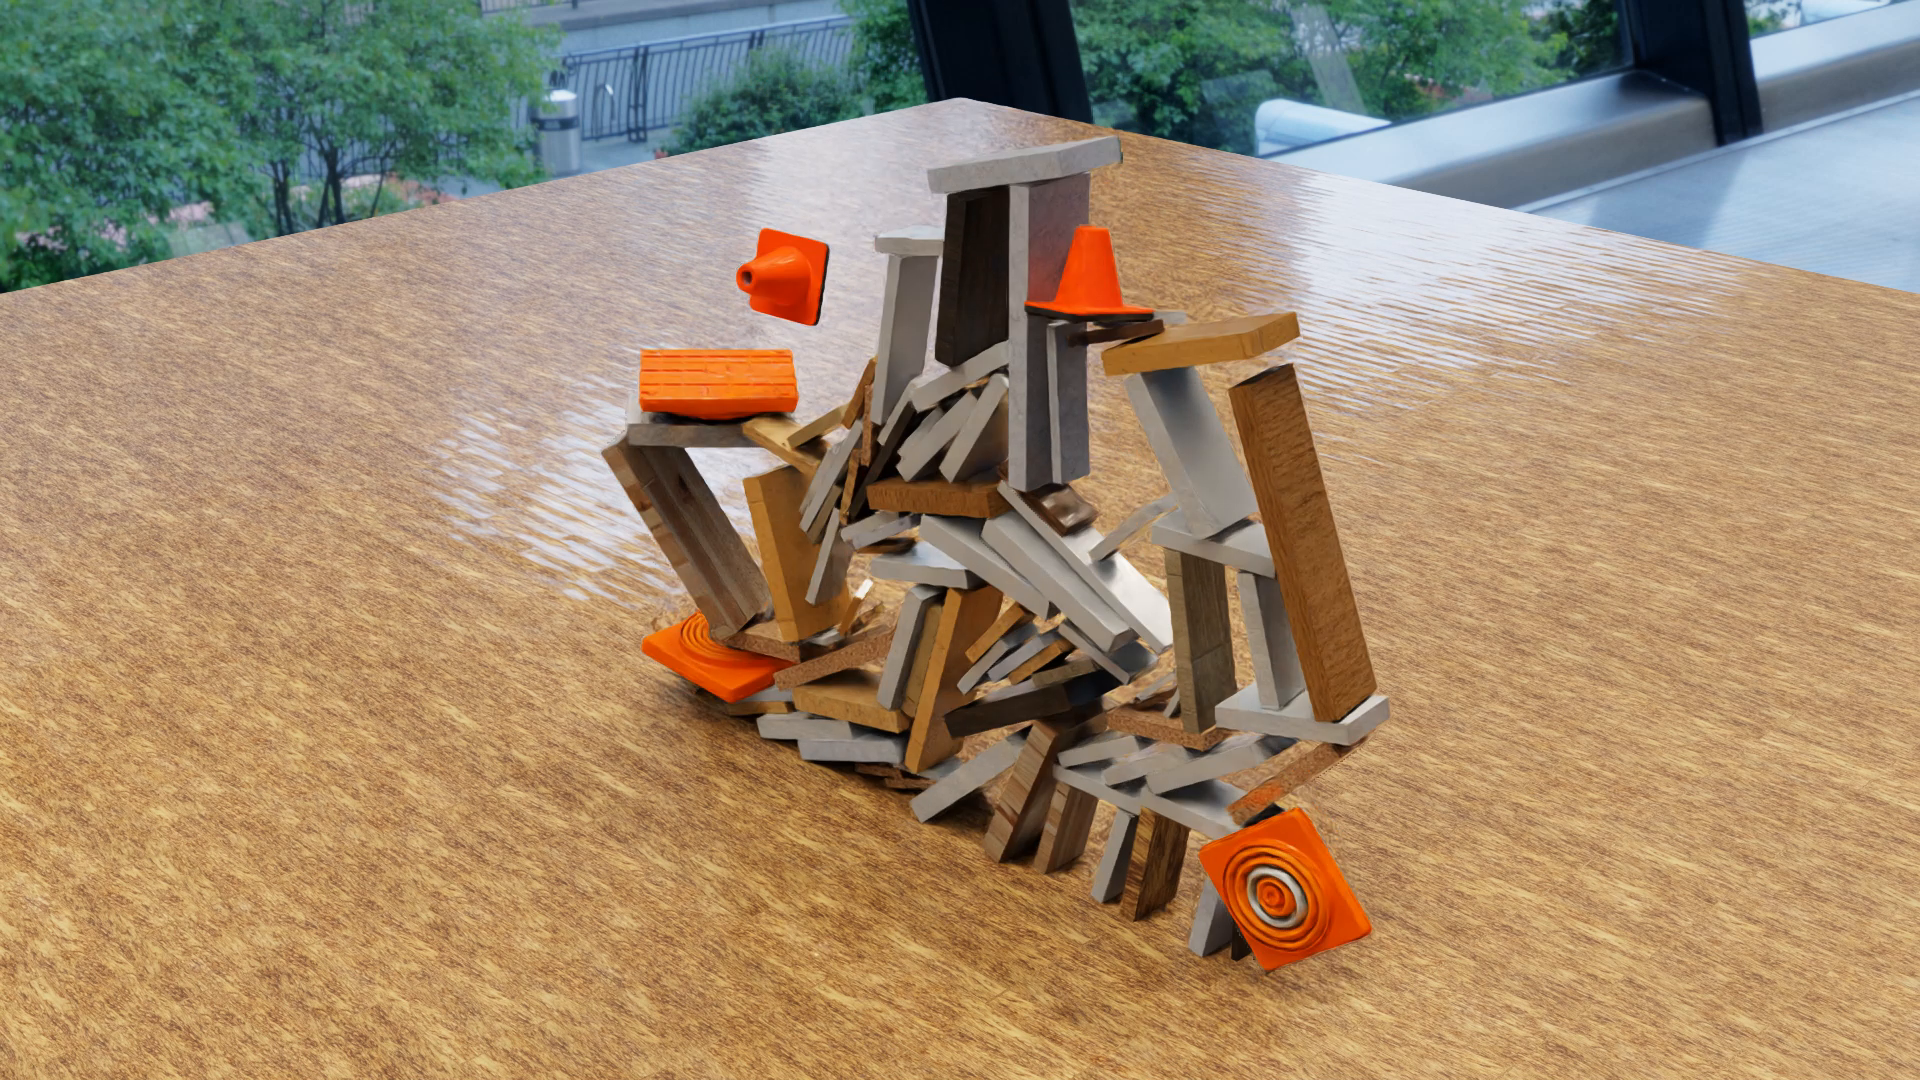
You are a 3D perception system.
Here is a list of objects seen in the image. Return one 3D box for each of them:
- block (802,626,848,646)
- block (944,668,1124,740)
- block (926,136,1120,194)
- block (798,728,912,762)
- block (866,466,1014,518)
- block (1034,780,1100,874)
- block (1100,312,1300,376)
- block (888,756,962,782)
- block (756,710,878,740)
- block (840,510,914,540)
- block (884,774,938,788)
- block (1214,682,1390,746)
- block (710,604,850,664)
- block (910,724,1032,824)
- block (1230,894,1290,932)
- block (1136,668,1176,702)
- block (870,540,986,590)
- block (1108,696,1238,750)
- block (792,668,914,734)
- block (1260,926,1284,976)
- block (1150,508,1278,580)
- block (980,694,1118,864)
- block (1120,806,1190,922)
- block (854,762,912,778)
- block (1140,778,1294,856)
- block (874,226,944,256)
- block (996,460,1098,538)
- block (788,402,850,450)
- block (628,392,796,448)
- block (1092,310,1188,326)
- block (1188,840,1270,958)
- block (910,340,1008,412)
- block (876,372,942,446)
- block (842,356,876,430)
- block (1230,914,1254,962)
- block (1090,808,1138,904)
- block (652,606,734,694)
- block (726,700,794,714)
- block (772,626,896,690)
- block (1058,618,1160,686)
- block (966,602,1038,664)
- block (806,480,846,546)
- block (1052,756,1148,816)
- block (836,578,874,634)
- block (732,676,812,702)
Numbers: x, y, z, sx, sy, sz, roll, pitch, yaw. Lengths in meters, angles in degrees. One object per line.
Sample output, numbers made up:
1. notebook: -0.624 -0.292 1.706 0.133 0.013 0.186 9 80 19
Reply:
1. block: -0.291 0.195 4.560 0.057 0.016 0.114 -20 19 -35
2. block: 0.149 0.300 4.196 0.180 0.051 0.359 -22 1 -41
3. block: 0.108 -0.650 3.814 0.312 0.044 0.156 1 18 45
4. block: -0.180 0.414 4.594 0.157 0.044 0.314 -21 11 -41
5. block: -0.007 -0.097 4.188 0.329 0.047 0.164 5 21 45
6. block: 0.212 0.533 4.224 0.110 0.220 0.031 -21 47 -41
7. block: 0.399 -0.326 3.658 0.298 0.042 0.149 -4 15 42
8. block: -0.072 0.455 4.500 0.145 0.021 0.072 12 25 42
9. block: -0.275 0.377 4.684 0.157 0.044 0.314 -21 11 -41
10. block: -0.150 -0.043 4.334 0.173 0.024 0.086 -21 2 44
11. block: -0.081 0.487 4.522 0.072 0.021 0.145 -22 11 -41
12. block: 0.585 0.294 3.763 0.266 0.038 0.133 4 20 41
13. block: -0.390 0.200 4.746 0.290 0.041 0.145 10 24 43
14. block: 0.066 0.447 4.348 0.180 0.051 0.359 -22 -12 -41
15. block: 0.534 0.666 3.926 0.096 0.014 0.048 21 31 41
16. block: 0.364 0.254 3.949 0.096 0.014 0.048 -40 -8 39
17. block: -0.037 0.047 4.279 0.261 0.037 0.131 6 21 44
18. block: 0.382 0.326 3.949 0.214 0.030 0.107 10 23 42
19. block: -0.183 0.328 4.554 0.314 0.044 0.157 8 22 44
20. block: 0.557 0.726 3.927 0.014 0.096 0.048 21 31 41
21. block: 0.461 0.000 3.751 0.244 0.035 0.122 17 28 33
22. block: 0.169 0.456 4.237 0.180 0.359 0.051 -22 54 -41
23. block: 0.368 0.579 4.075 0.035 0.247 0.124 31 37 34
24. block: -0.145 0.468 4.582 0.072 0.021 0.145 -22 16 -41
25. block: 0.459 0.481 3.942 0.247 0.035 0.124 21 31 40
26. block: -0.046 -0.549 4.039 0.211 0.030 0.105 11 24 43
27. block: 0.159 -0.087 4.014 0.089 0.025 0.178 -25 63 -42
28. block: -0.256 -0.237 4.392 0.094 0.027 0.188 -27 1 -41
29. block: -0.522 -0.251 4.610 0.345 0.049 0.172 1 26 -8
30. block: 0.316 -0.390 3.869 0.153 0.022 0.077 -3 8 -7
31. block: 0.488 0.627 3.965 0.124 0.247 0.035 -21 43 -40
32. block: 0.042 -0.313 4.049 0.138 0.039 0.276 -22 -2 -40
33. block: -0.094 -0.249 4.214 0.080 0.160 0.023 -21 61 -47
34. block: -0.168 -0.290 4.270 0.023 0.164 0.082 44 38 22
35. block: 0.512 0.708 3.969 0.014 0.096 0.048 21 31 41
36. block: 0.317 0.574 4.127 0.110 0.220 0.031 -21 48 -41
37. block: -0.608 0.248 4.993 0.099 0.028 0.197 -20 68 -39
38. block: -0.411 0.351 4.814 0.197 0.028 0.099 -5 13 44
39. block: -0.213 0.233 4.569 0.145 0.041 0.423 -22 0 -40
40. block: 0.271 0.192 4.018 0.173 0.024 0.086 38 41 27
41. block: 0.094 0.164 4.181 0.093 0.185 0.026 -24 73 -46
42. block: -0.247 -0.062 4.431 0.081 0.163 0.023 -24 63 -44
43. block: 0.290 0.446 4.104 0.220 0.031 0.110 20 30 40
44. block: -0.215 0.137 4.501 0.016 0.116 0.058 30 42 2
45. block: -0.393 0.322 4.788 0.197 0.028 0.099 -5 13 44
